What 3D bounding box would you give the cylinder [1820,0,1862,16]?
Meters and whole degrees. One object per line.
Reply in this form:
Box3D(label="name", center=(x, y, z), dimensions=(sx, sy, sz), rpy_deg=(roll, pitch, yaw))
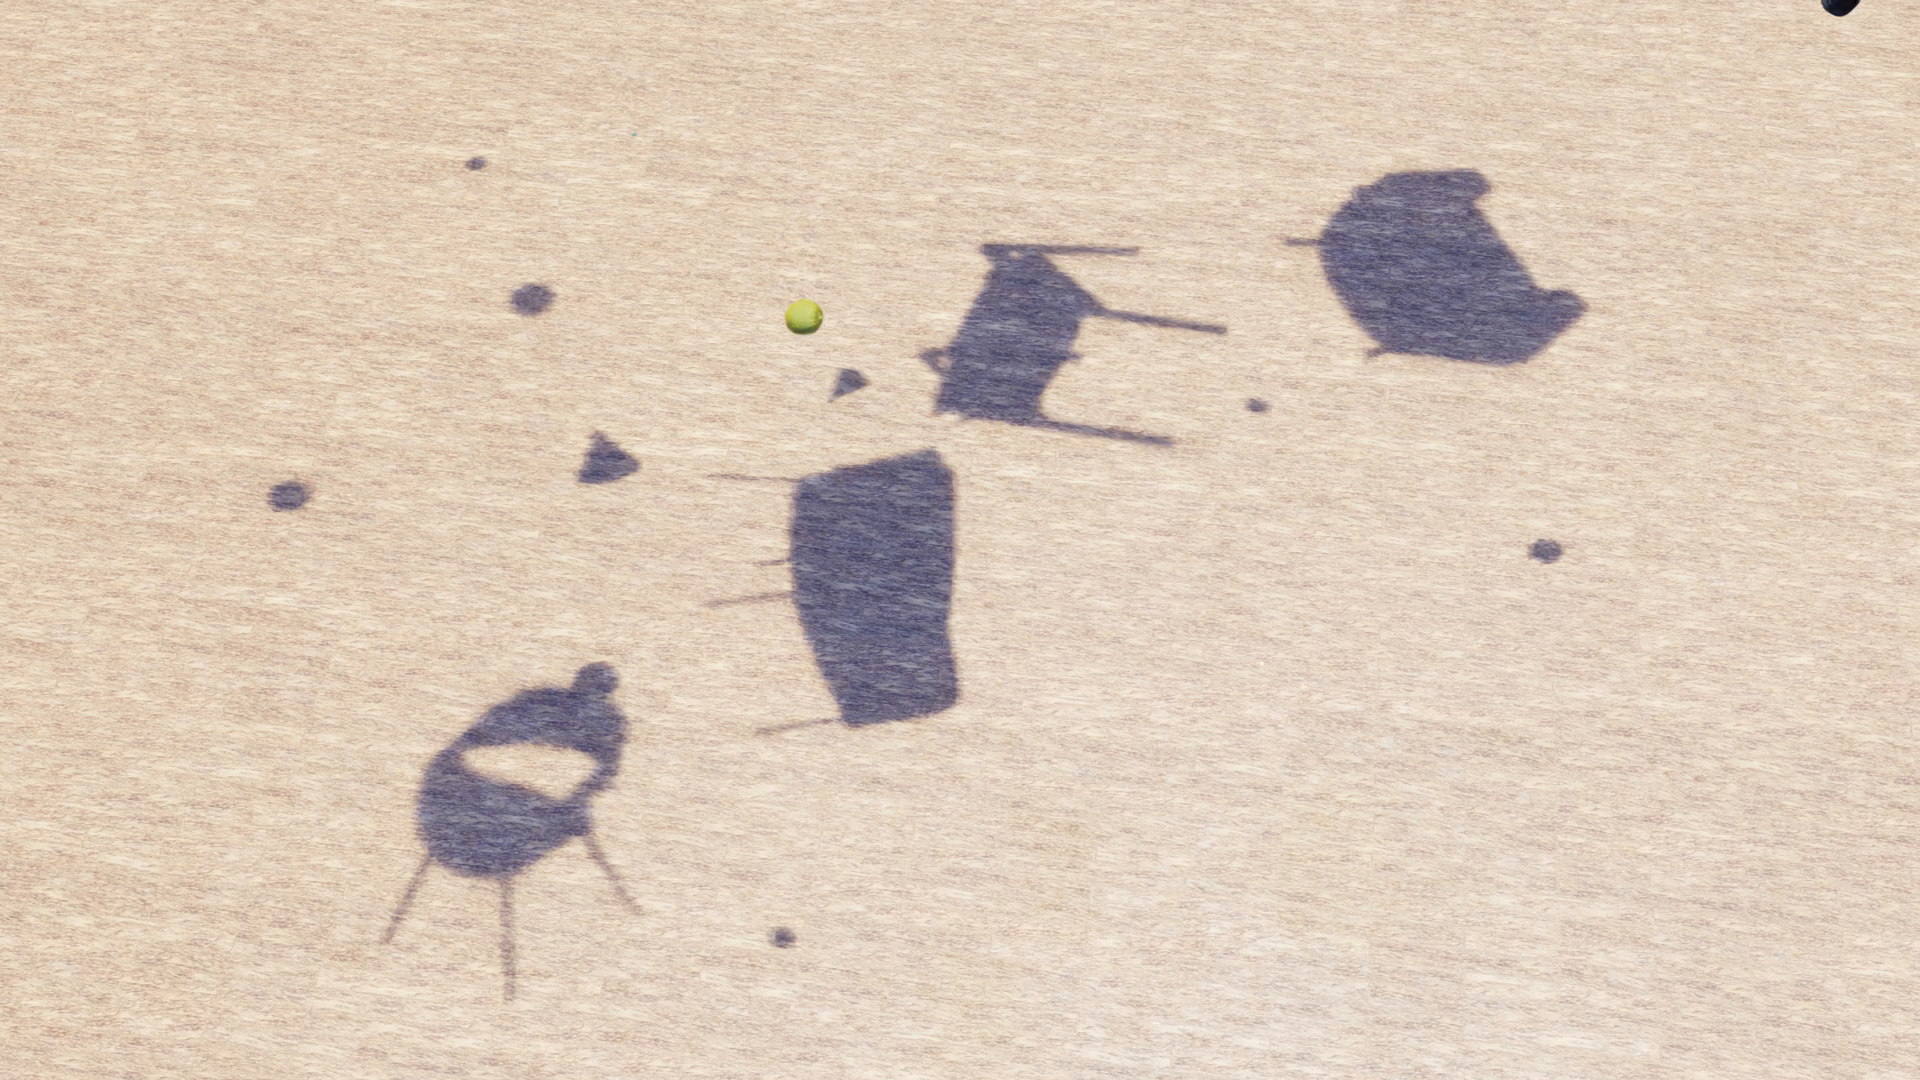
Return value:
Box3D(label="cylinder", center=(1.928, -1.196, 4.761), dimensions=(0.096, 0.096, 0.075), rpy_deg=(-37, 82, -33))
